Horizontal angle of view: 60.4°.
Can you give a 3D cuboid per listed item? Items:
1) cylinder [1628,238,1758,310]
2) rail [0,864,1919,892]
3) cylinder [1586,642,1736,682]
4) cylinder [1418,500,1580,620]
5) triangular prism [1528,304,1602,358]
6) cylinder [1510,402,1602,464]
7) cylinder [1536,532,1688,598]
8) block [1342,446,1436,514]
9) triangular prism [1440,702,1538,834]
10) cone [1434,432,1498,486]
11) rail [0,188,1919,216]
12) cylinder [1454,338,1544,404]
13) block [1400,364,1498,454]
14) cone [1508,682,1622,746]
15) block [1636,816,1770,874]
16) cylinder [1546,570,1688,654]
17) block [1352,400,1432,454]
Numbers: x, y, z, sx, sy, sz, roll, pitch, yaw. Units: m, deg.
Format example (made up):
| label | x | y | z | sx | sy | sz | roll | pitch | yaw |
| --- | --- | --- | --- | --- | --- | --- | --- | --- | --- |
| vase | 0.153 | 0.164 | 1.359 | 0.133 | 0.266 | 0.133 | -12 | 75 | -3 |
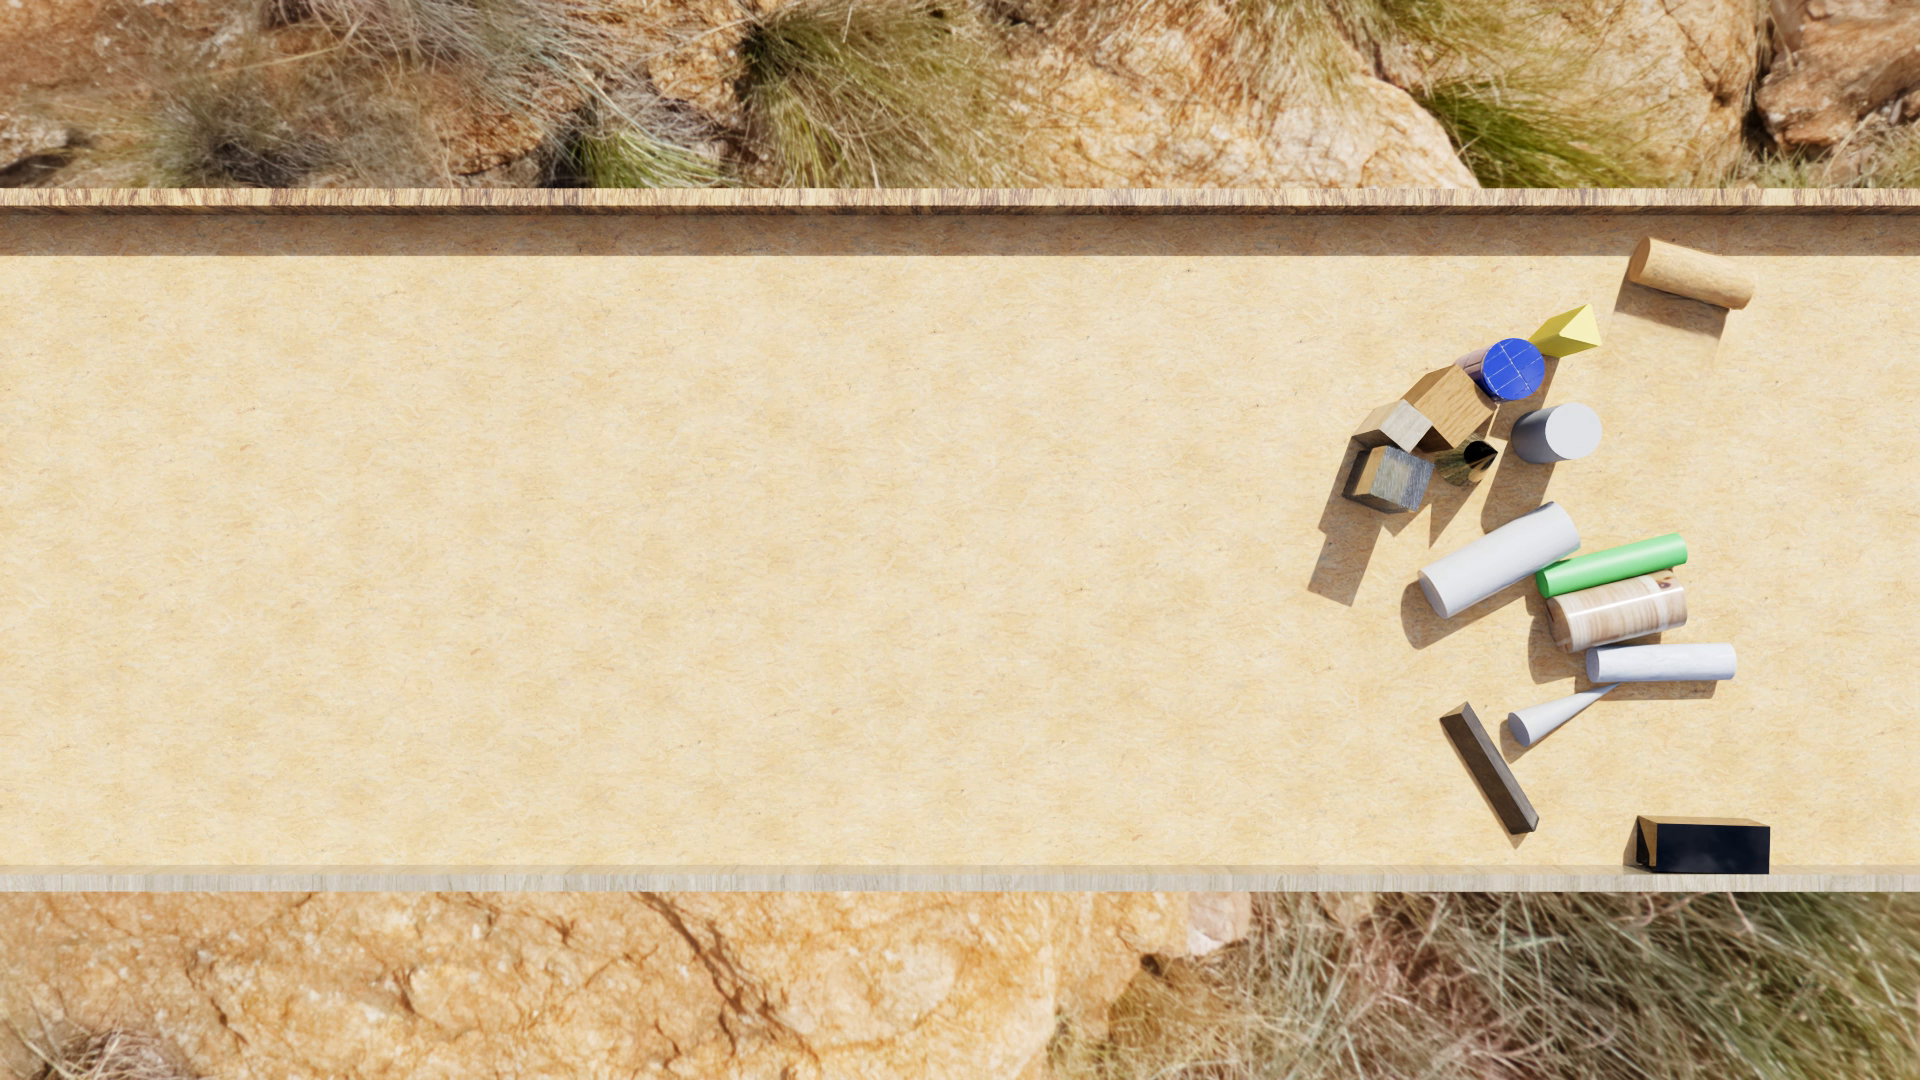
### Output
| label | x | y | z | sx | sy | sz | roll | pitch | yaw |
| --- | --- | --- | --- | --- | --- | --- | --- | --- | --- |
| cylinder | 2.224 | -0.807 | 5.007 | 0.335 | 0.138 | 0.138 | 15 | 90 | 0 |
| rail | -2.247 | 1.025 | 5.001 | 12.000 | 0.150 | 0.050 | 0 | 90 | 0 |
| cylinder | 2.132 | 0.373 | 5.020 | 0.412 | 0.113 | 0.113 | -1 | 90 | 0 |
| cylinder | 1.629 | 0.061 | 4.992 | 0.450 | 0.169 | 0.169 | -28 | 90 | 0 |
| triangular prism | 1.802 | -0.629 | 4.916 | 0.124 | 0.321 | 0.107 | 15 | 90 | 0 |
| cylinder | 1.777 | -0.316 | 4.926 | 0.164 | 0.301 | 0.164 | 0 | 90 | 0 |
| cylinder | 1.984 | 0.077 | 5.027 | 0.432 | 0.100 | 0.100 | -14 | 90 | 0 |
| block | 1.269 | -0.176 | 4.906 | 0.149 | 0.342 | 0.149 | 21 | 90 | 0 |
| triangular prism | 1.628 | 0.701 | 5.031 | 0.099 | 0.086 | 0.423 | -32 | 90 | 0 |
| cone | 1.548 | -0.252 | 4.908 | 0.177 | 0.338 | 0.177 | 0 | 90 | 0 |
| rail | -2.247 | -1.025 | 5.002 | 12.000 | 0.150 | 0.050 | 0 | 90 | 0 |
| cylinder | 1.588 | -0.491 | 4.903 | 0.177 | 0.348 | 0.177 | 0 | 90 | 0 |
| block | 1.434 | -0.388 | 4.924 | 0.175 | 0.304 | 0.175 | -44 | 91 | 0 |
| cone | 1.875 | 0.504 | 5.049 | 0.382 | 0.113 | 0.113 | -23 | 90 | -8 |
| block | 2.253 | 0.923 | 5.005 | 0.340 | 0.143 | 0.143 | 2 | 90 | 0 |
| cylinder | 1.984 | 0.218 | 4.988 | 0.357 | 0.177 | 0.177 | -13 | 90 | 0 |
| block | 1.283 | -0.327 | 4.909 | 0.111 | 0.335 | 0.111 | 40 | 90 | 0 |
